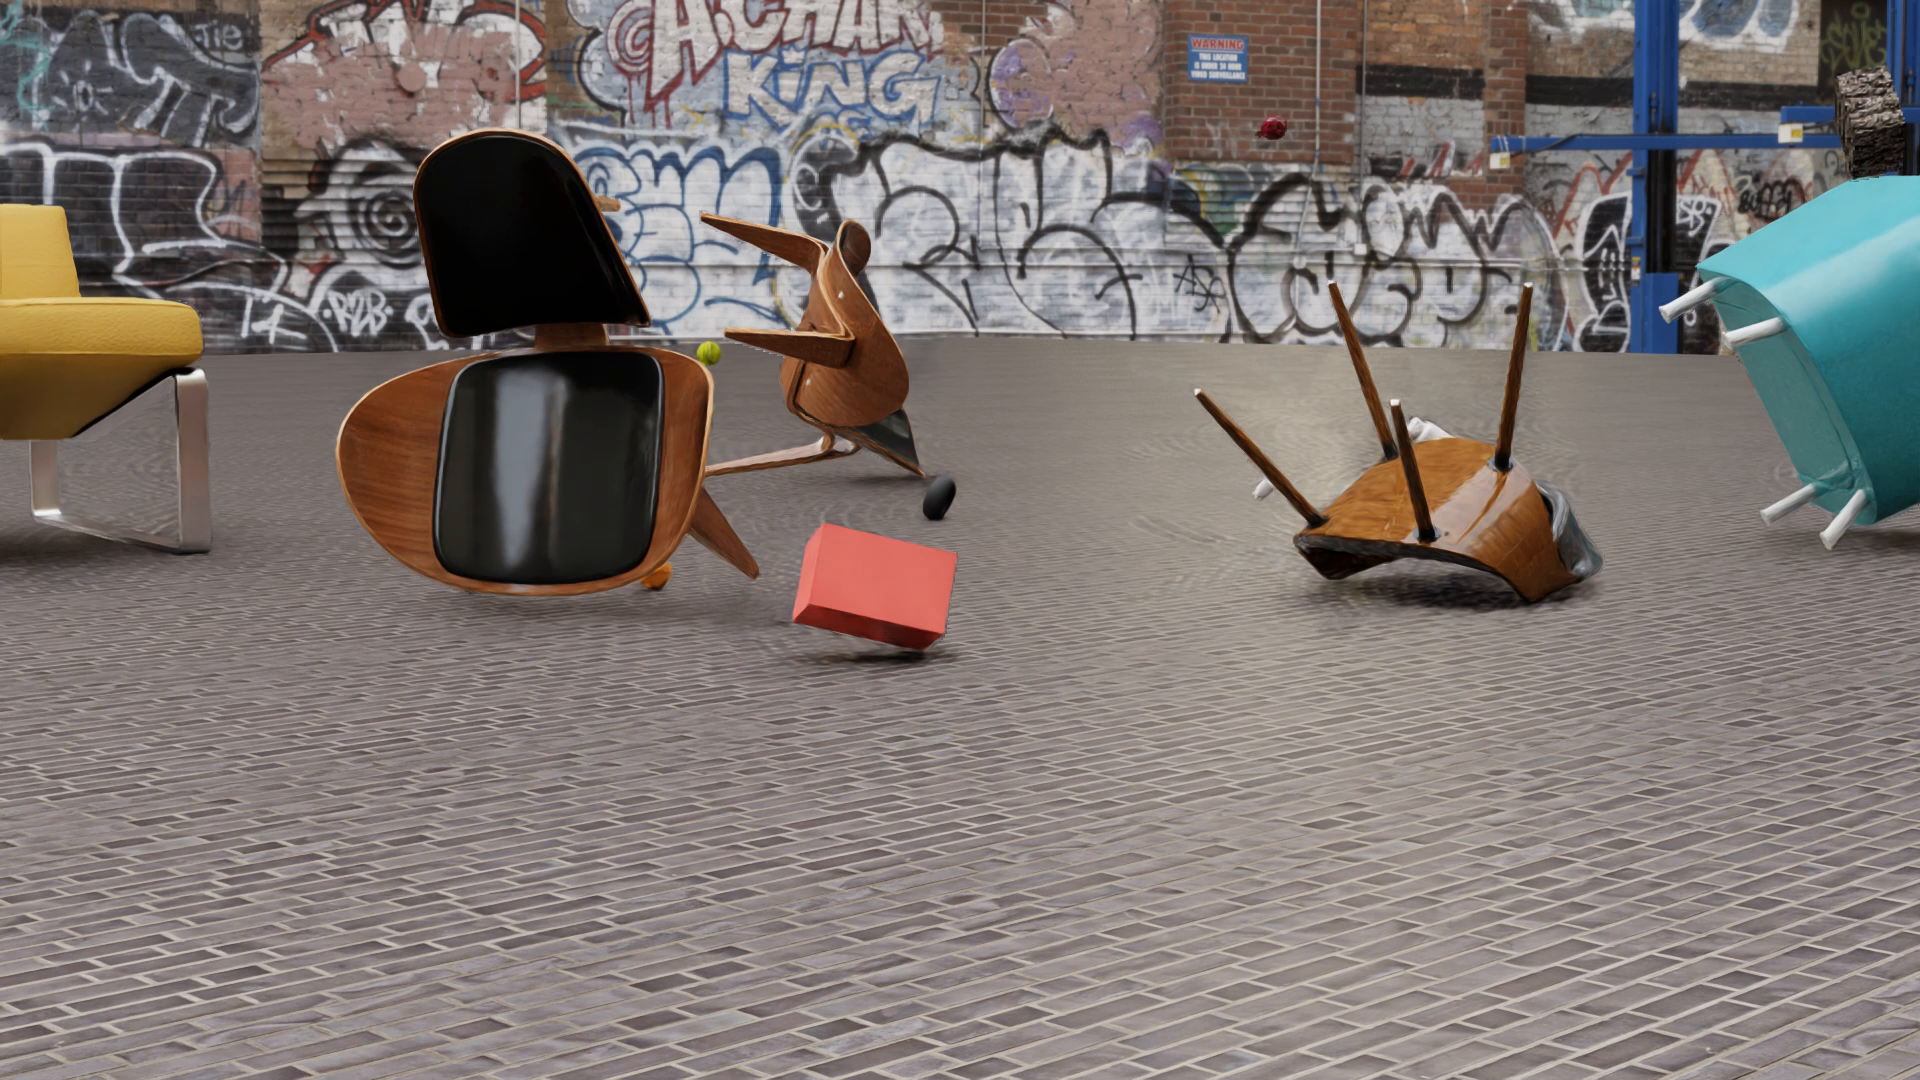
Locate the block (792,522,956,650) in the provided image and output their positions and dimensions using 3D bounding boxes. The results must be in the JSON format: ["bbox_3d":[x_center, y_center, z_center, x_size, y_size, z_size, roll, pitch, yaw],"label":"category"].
[{"bbox_3d":[-0.149,0.083,4.440,0.238,0.145,0.146,13,-17,-12],"label":"block"}]

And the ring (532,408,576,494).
[{"bbox_3d":[-1.231,-0.267,7.769,0.072,0.271,0.217,11,-21,-34],"label":"ring"}]

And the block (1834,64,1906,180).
[{"bbox_3d":[2.039,-0.937,5.752,0.110,0.174,0.163,-11,-32,11],"label":"block"}]

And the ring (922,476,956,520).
[{"bbox_3d":[-0.057,-0.115,6.962,0.055,0.124,0.137,25,9,11],"label":"ring"}]

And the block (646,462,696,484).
[{"bbox_3d":[-0.928,-0.217,8.247,0.107,0.055,0.121,-5,7,-38],"label":"block"}]
